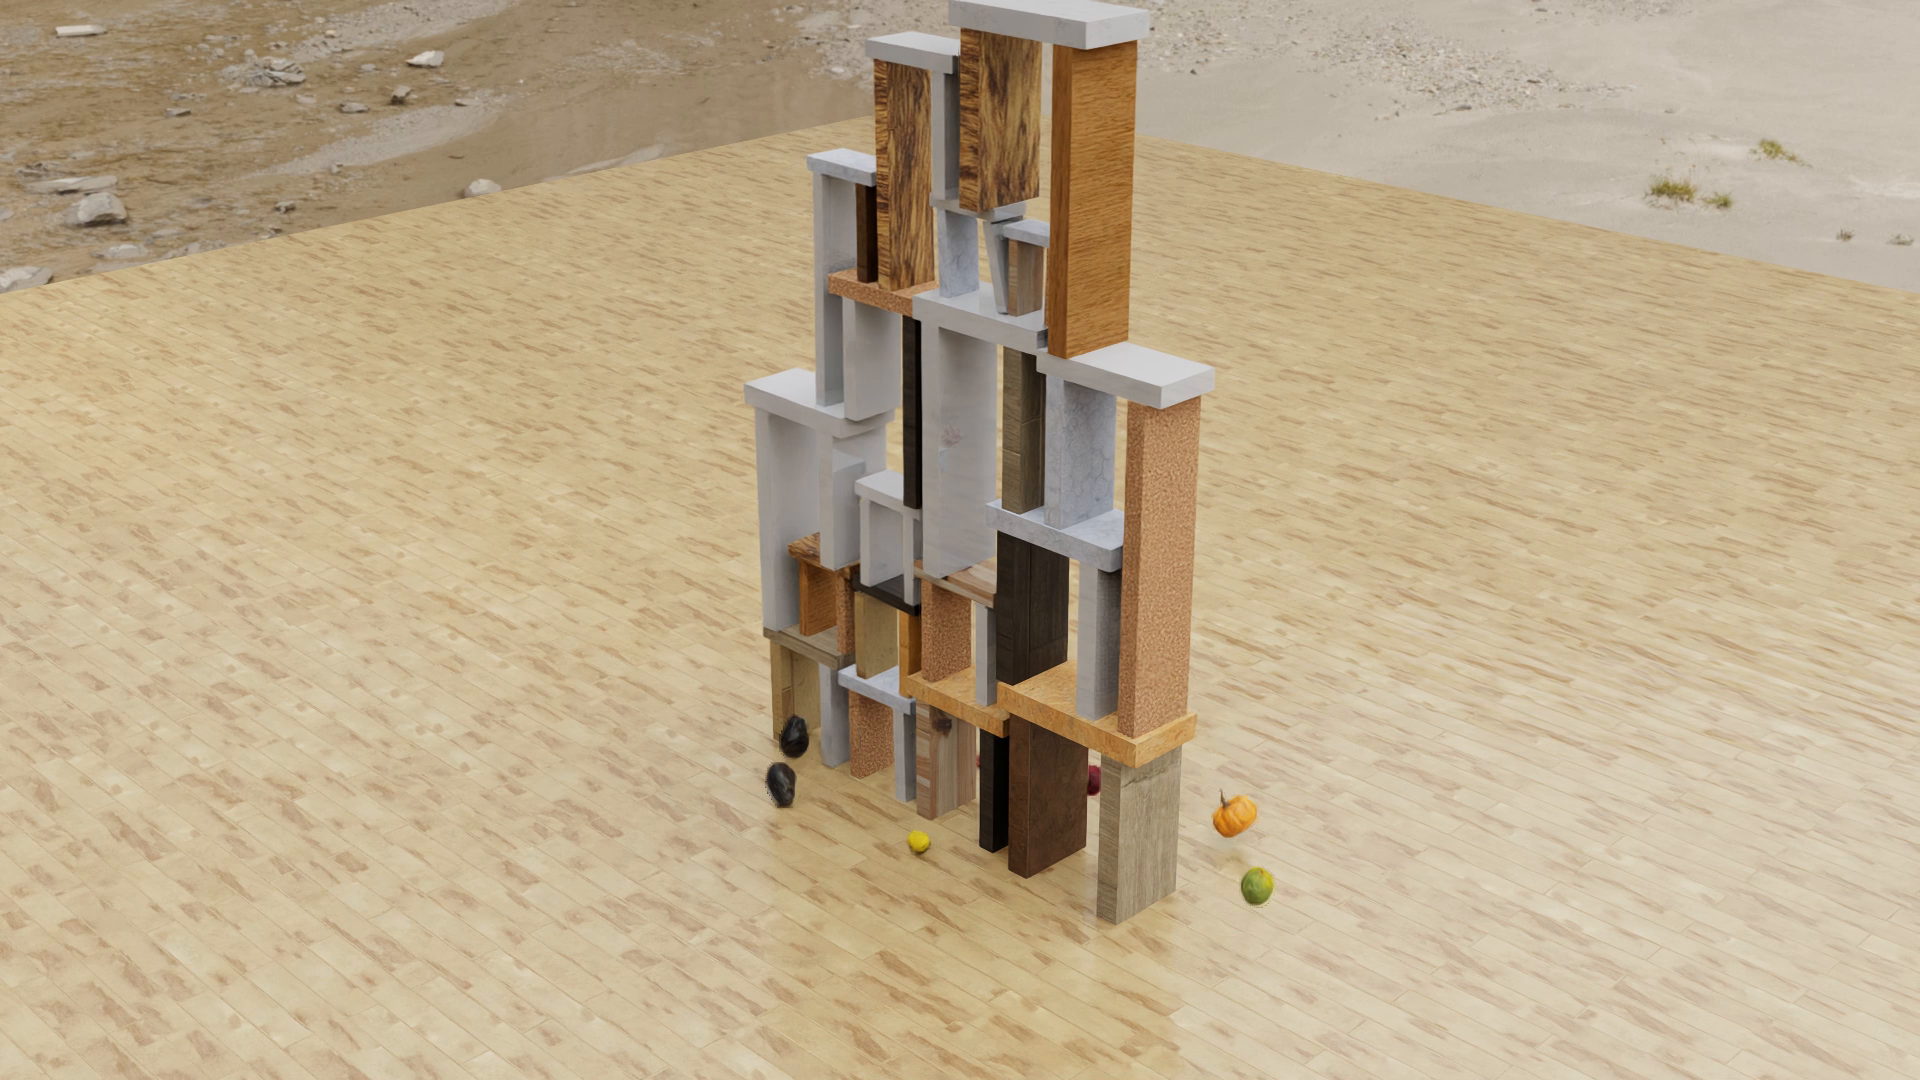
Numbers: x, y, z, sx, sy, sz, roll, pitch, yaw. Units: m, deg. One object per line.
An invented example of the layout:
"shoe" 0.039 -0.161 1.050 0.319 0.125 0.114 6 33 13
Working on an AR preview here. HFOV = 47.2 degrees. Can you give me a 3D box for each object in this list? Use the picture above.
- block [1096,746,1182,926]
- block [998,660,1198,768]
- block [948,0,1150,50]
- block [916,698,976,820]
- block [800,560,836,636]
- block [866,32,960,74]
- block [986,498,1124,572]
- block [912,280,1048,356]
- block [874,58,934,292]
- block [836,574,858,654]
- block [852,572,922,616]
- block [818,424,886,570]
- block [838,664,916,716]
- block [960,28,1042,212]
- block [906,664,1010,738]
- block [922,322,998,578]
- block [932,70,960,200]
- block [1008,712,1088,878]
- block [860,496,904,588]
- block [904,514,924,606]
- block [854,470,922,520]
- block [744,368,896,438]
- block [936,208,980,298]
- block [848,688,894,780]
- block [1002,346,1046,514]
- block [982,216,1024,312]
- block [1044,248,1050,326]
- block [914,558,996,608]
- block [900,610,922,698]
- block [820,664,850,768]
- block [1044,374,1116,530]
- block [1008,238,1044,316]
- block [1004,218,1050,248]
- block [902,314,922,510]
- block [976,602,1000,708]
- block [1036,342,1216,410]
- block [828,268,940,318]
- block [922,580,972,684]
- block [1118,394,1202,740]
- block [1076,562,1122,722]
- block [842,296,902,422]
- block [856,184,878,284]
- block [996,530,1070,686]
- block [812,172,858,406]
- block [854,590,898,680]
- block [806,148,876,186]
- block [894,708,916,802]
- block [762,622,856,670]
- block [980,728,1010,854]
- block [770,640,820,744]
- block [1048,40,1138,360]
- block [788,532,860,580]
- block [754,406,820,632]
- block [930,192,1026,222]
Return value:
"block" 0.333 0.527 4.081 0.049 0.343 0.171 21 31 41
"block" 0.252 0.315 4.078 0.343 0.049 0.171 21 31 41
"block" 0.147 -0.877 3.691 0.313 0.044 0.157 22 31 40
"block" -0.027 0.421 4.430 0.037 0.265 0.132 21 31 41
"block" -0.294 0.106 4.596 0.025 0.177 0.089 23 32 39
"block" -0.051 -0.866 3.906 0.113 0.032 0.226 -21 30 -39
"block" 0.208 -0.025 3.984 0.152 0.043 0.304 -21 31 -41
"block" 0.078 -0.405 3.973 0.310 0.044 0.155 21 31 40
"block" -0.101 -0.676 4.043 0.113 0.425 0.032 -21 30 -40
"block" -0.213 0.139 4.520 0.025 0.177 0.089 21 30 40
"block" -0.119 0.099 4.409 0.094 0.027 0.187 -20 31 -39
"block" -0.214 -0.097 4.412 0.041 0.291 0.145 22 31 40
"block" -0.140 0.296 4.497 0.206 0.029 0.103 20 30 39
"block" 0.071 -0.742 3.830 0.044 0.313 0.157 22 31 40
"block" 0.035 0.306 4.314 0.132 0.037 0.265 -21 31 -41
"block" 0.000 -0.185 4.152 0.044 0.502 0.155 21 31 41
"block" 0.002 -0.726 3.905 0.113 0.226 0.032 -21 31 -40
"block" 0.171 0.464 4.229 0.049 0.343 0.171 21 31 41
"block" -0.156 -0.009 4.385 0.027 0.188 0.094 22 32 40
"block" -0.066 0.027 4.305 0.094 0.188 0.027 -20 31 -40
"block" -0.109 -0.089 4.302 0.094 0.027 0.188 -21 32 -40
"block" -0.283 -0.277 4.408 0.291 0.041 0.145 22 31 40
"block" -0.003 -0.530 4.001 0.023 0.163 0.081 18 29 42
"block" -0.182 0.386 4.586 0.103 0.206 0.029 -21 31 -41
"block" 0.146 -0.216 3.980 0.044 0.310 0.155 21 31 40
"block" 0.089 -0.494 3.916 0.023 0.163 0.081 4 19 46
"block" 0.180 -0.447 3.836 0.020 0.139 0.070 23 32 40
"block" 0.024 0.071 4.231 0.108 0.030 0.215 -21 31 -40
"block" -0.080 0.216 4.407 0.027 0.187 0.094 21 31 39
"block" -0.238 0.351 4.632 0.117 0.235 0.033 -21 31 -40
"block" 0.215 -0.172 3.912 0.141 0.283 0.040 -21 31 -40
"block" 0.117 -0.471 3.894 0.020 0.140 0.070 21 31 40
"block" 0.150 -0.532 3.833 0.070 0.020 0.139 -21 31 -41
"block" -0.052 -0.254 4.171 0.121 0.382 0.034 -21 31 -41
"block" 0.079 0.203 4.232 0.030 0.215 0.108 21 31 41
"block" 0.284 -0.294 3.787 0.283 0.040 0.141 21 31 41
"block" -0.122 -0.472 4.152 0.243 0.034 0.122 21 31 41
"block" -0.026 0.164 4.326 0.108 0.215 0.030 -21 31 -41
"block" 0.348 0.041 3.855 0.141 0.630 0.040 -20 30 -38
"block" 0.280 0.163 3.986 0.043 0.304 0.152 21 31 41
"block" -0.169 -0.362 4.249 0.034 0.243 0.121 21 31 40
"block" -0.151 -0.584 4.131 0.027 0.187 0.094 20 30 40
"block" 0.137 0.107 4.118 0.152 0.304 0.043 -21 31 -41
"block" -0.238 -0.491 4.266 0.094 0.465 0.027 -20 31 -39
"block" -0.170 0.182 4.489 0.027 0.187 0.094 20 30 40
"block" -0.194 -0.701 4.132 0.094 0.027 0.187 -20 30 -39
"block" -0.088 0.423 4.499 0.029 0.206 0.103 19 29 39
"block" -0.294 0.206 4.632 0.235 0.033 0.117 21 31 41
"block" 0.098 0.470 4.315 0.037 0.265 0.132 21 31 41
"block" -0.350 0.309 4.733 0.117 0.235 0.033 -21 31 -41
"block" 0.224 -0.581 3.734 0.157 0.531 0.044 -20 30 -39
"block" -0.259 0.031 4.512 0.177 0.025 0.089 20 30 38
"block" -0.351 -0.060 4.583 0.041 0.493 0.145 20 30 39
"block" 0.031 -0.602 3.931 0.163 0.023 0.081 21 31 40
